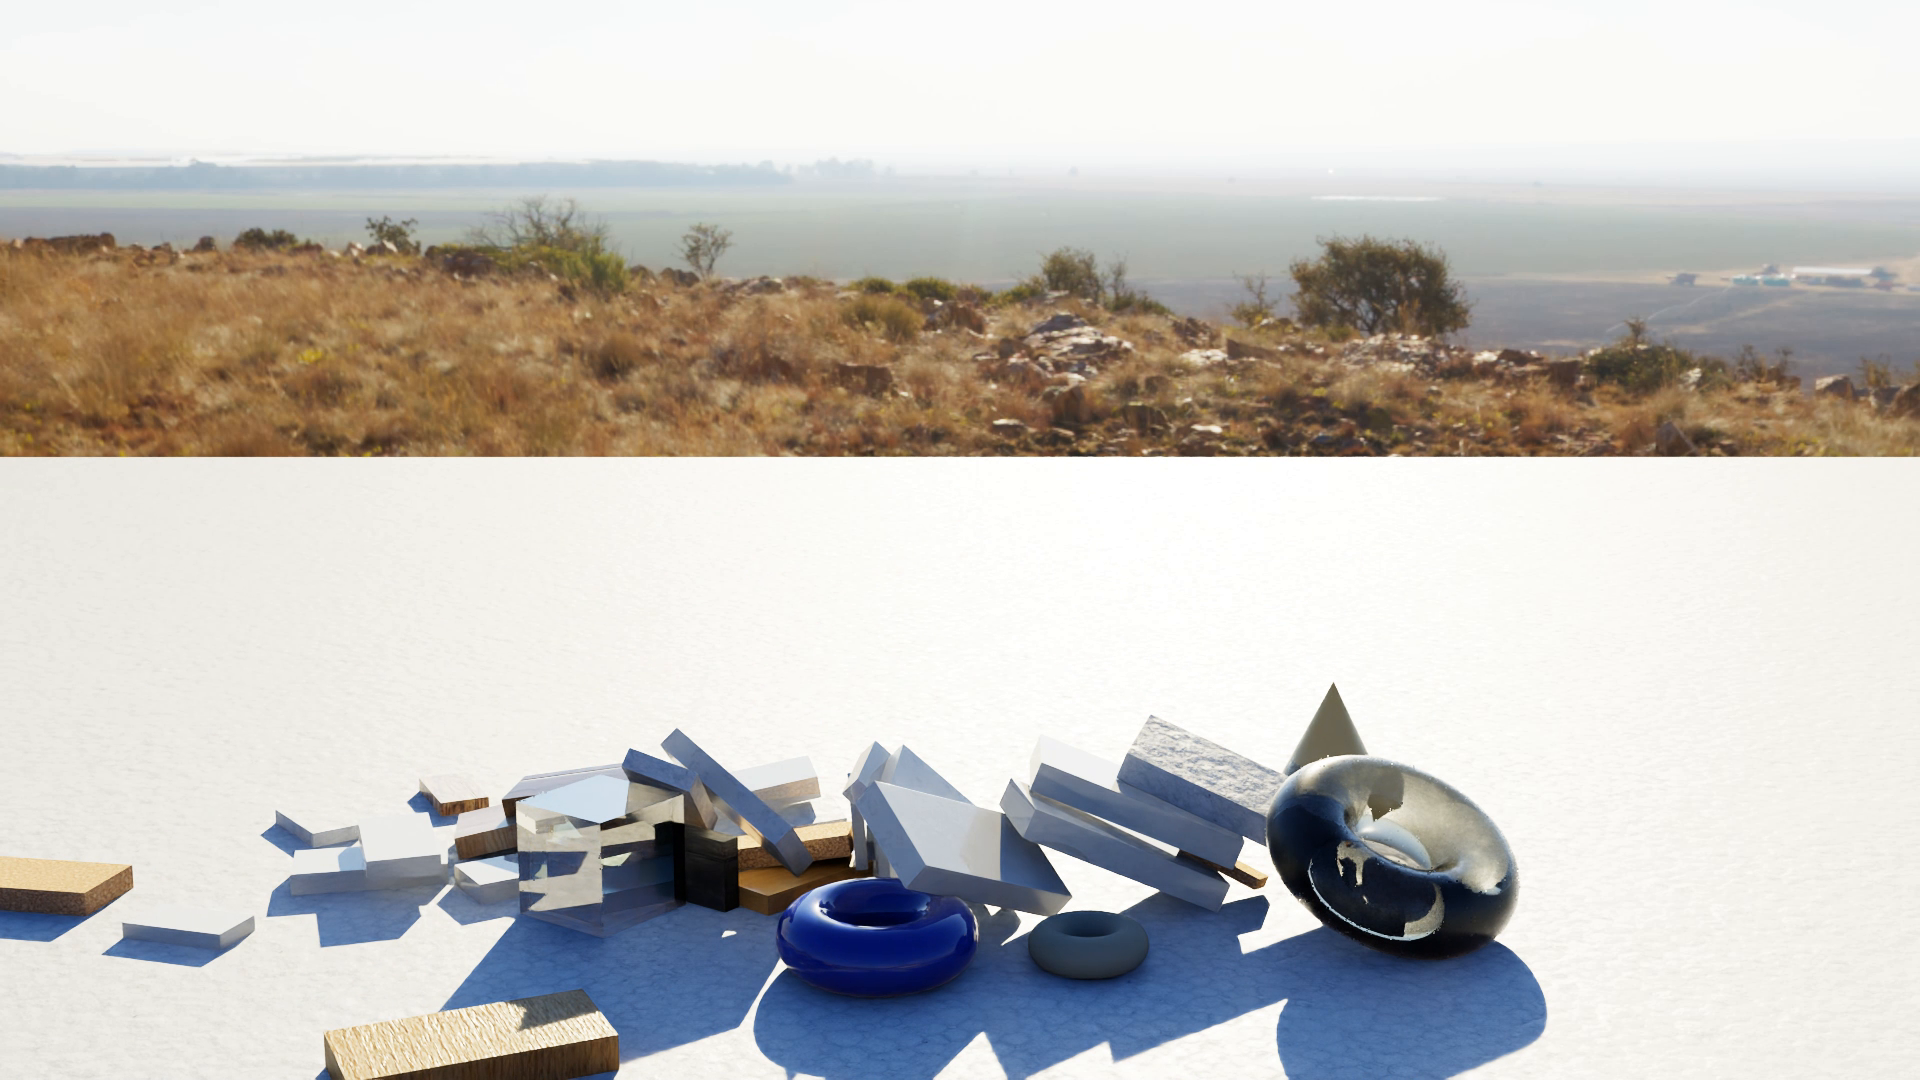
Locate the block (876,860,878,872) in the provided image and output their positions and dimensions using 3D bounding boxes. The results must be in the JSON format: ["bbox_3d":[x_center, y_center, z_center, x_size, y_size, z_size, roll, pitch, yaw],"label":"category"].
[{"bbox_3d":[-0.137,0.507,3.765,0.017,0.121,0.060,-2,4,-5],"label":"block"}]

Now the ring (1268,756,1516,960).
[{"bbox_3d":[0.687,0.499,3.493,0.414,0.138,0.414,12,31,-7],"label":"ring"}]

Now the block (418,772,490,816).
[{"bbox_3d":[-0.962,0.482,4.180,0.090,0.026,0.180,-5,12,-26],"label":"block"}]

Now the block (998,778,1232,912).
[{"bbox_3d":[0.252,0.501,3.617,0.359,0.051,0.180,23,5,-15],"label":"block"}]

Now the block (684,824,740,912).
[{"bbox_3d":[-0.469,0.532,3.652,0.239,0.120,0.034,8,13,36],"label":"block"}]

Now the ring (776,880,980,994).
[{"bbox_3d":[-0.125,0.600,3.339,0.309,0.103,0.309,0,12,0],"label":"ring"}]

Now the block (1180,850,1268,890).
[{"bbox_3d":[0.441,0.540,3.674,0.142,0.020,0.071,26,5,21],"label":"block"}]

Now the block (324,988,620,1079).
[{"bbox_3d":[-0.662,0.692,2.980,0.359,0.051,0.180,-5,12,-25],"label":"block"}]

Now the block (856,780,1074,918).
[{"bbox_3d":[0.010,0.491,3.470,0.359,0.051,0.180,21,26,-46],"label":"block"}]

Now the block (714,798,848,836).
[{"bbox_3d":[-0.336,0.514,3.916,0.255,0.036,0.127,-8,12,-12],"label":"block"}]

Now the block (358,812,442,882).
[{"bbox_3d":[-0.957,0.521,3.749,0.120,0.034,0.240,-3,11,-18],"label":"block"}]

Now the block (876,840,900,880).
[{"bbox_3d":[-0.112,0.510,3.691,0.021,0.149,0.074,0,9,27],"label":"block"}]

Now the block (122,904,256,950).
[{"bbox_3d":[-1.221,0.612,3.481,0.180,0.025,0.090,3,11,17],"label":"block"}]

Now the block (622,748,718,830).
[{"bbox_3d":[-0.487,0.428,3.710,0.120,0.034,0.325,19,-19,7],"label":"block"}]

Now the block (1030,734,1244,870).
[{"bbox_3d":[0.292,0.436,3.682,0.359,0.051,0.180,22,10,-2],"label":"block"}]

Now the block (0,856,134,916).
[{"bbox_3d":[-1.541,0.573,3.652,0.282,0.040,0.141,2,11,10],"label":"block"}]

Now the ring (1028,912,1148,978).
[{"bbox_3d":[0.196,0.617,3.358,0.185,0.062,0.185,-1,9,0],"label":"ring"}]

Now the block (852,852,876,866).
[{"bbox_3d":[-0.152,0.552,3.834,0.106,0.015,0.053,-8,13,-38],"label":"block"}]

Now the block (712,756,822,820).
[{"bbox_3d":[-0.477,0.474,3.980,0.438,0.040,0.141,-12,12,-8],"label":"block"}]

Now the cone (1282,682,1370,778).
[{"bbox_3d":[0.711,0.377,4.204,0.222,0.222,0.222,0,11,0],"label":"cone"}]

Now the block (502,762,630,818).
[{"bbox_3d":[-0.681,0.442,3.921,0.240,0.034,0.120,-9,13,12],"label":"block"}]

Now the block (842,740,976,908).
[{"bbox_3d":[-0.063,0.469,3.640,0.285,0.040,0.143,43,22,-7],"label":"block"}]

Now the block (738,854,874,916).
[{"bbox_3d":[-0.273,0.569,3.687,0.120,0.034,0.239,10,14,42],"label":"block"}]

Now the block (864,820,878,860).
[{"bbox_3d":[-0.154,0.512,3.772,0.017,0.060,0.121,-2,-2,-5],"label":"block"}]

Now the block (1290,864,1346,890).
[{"bbox_3d":[0.641,0.566,3.743,0.142,0.020,0.071,-5,12,-27],"label":"block"}]

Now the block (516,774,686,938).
[{"bbox_3d":[-0.583,0.511,3.578,0.189,0.189,0.189,8,13,35],"label":"block"}]

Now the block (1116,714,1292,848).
[{"bbox_3d":[0.530,0.454,3.694,0.521,0.051,0.180,24,23,10],"label":"block"}]

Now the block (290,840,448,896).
[{"bbox_3d":[-1.003,0.557,3.746,0.255,0.036,0.127,-2,11,-13],"label":"block"}]

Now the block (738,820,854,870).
[{"bbox_3d":[-0.334,0.528,3.751,0.303,0.036,0.127,-8,3,2],"label":"block"}]

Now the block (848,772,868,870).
[{"bbox_3d":[-0.171,0.471,3.686,0.021,0.149,0.074,-5,30,-4],"label":"block"}]

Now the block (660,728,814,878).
[{"bbox_3d":[-0.371,0.436,3.656,0.285,0.143,0.040,36,73,28],"label":"block"}]

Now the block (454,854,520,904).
[{"bbox_3d":[-0.669,0.556,3.759,0.361,0.034,0.120,-7,12,-32],"label":"block"}]

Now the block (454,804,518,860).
[{"bbox_3d":[-0.752,0.496,3.918,0.282,0.040,0.141,-13,12,-6],"label":"block"}]

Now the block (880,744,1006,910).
[{"bbox_3d":[-0.011,0.472,3.618,0.285,0.040,0.143,41,22,-10],"label":"block"}]

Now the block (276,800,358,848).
[{"bbox_3d":[-1.167,0.516,3.999,0.090,0.026,0.180,-8,13,-37],"label":"block"}]
